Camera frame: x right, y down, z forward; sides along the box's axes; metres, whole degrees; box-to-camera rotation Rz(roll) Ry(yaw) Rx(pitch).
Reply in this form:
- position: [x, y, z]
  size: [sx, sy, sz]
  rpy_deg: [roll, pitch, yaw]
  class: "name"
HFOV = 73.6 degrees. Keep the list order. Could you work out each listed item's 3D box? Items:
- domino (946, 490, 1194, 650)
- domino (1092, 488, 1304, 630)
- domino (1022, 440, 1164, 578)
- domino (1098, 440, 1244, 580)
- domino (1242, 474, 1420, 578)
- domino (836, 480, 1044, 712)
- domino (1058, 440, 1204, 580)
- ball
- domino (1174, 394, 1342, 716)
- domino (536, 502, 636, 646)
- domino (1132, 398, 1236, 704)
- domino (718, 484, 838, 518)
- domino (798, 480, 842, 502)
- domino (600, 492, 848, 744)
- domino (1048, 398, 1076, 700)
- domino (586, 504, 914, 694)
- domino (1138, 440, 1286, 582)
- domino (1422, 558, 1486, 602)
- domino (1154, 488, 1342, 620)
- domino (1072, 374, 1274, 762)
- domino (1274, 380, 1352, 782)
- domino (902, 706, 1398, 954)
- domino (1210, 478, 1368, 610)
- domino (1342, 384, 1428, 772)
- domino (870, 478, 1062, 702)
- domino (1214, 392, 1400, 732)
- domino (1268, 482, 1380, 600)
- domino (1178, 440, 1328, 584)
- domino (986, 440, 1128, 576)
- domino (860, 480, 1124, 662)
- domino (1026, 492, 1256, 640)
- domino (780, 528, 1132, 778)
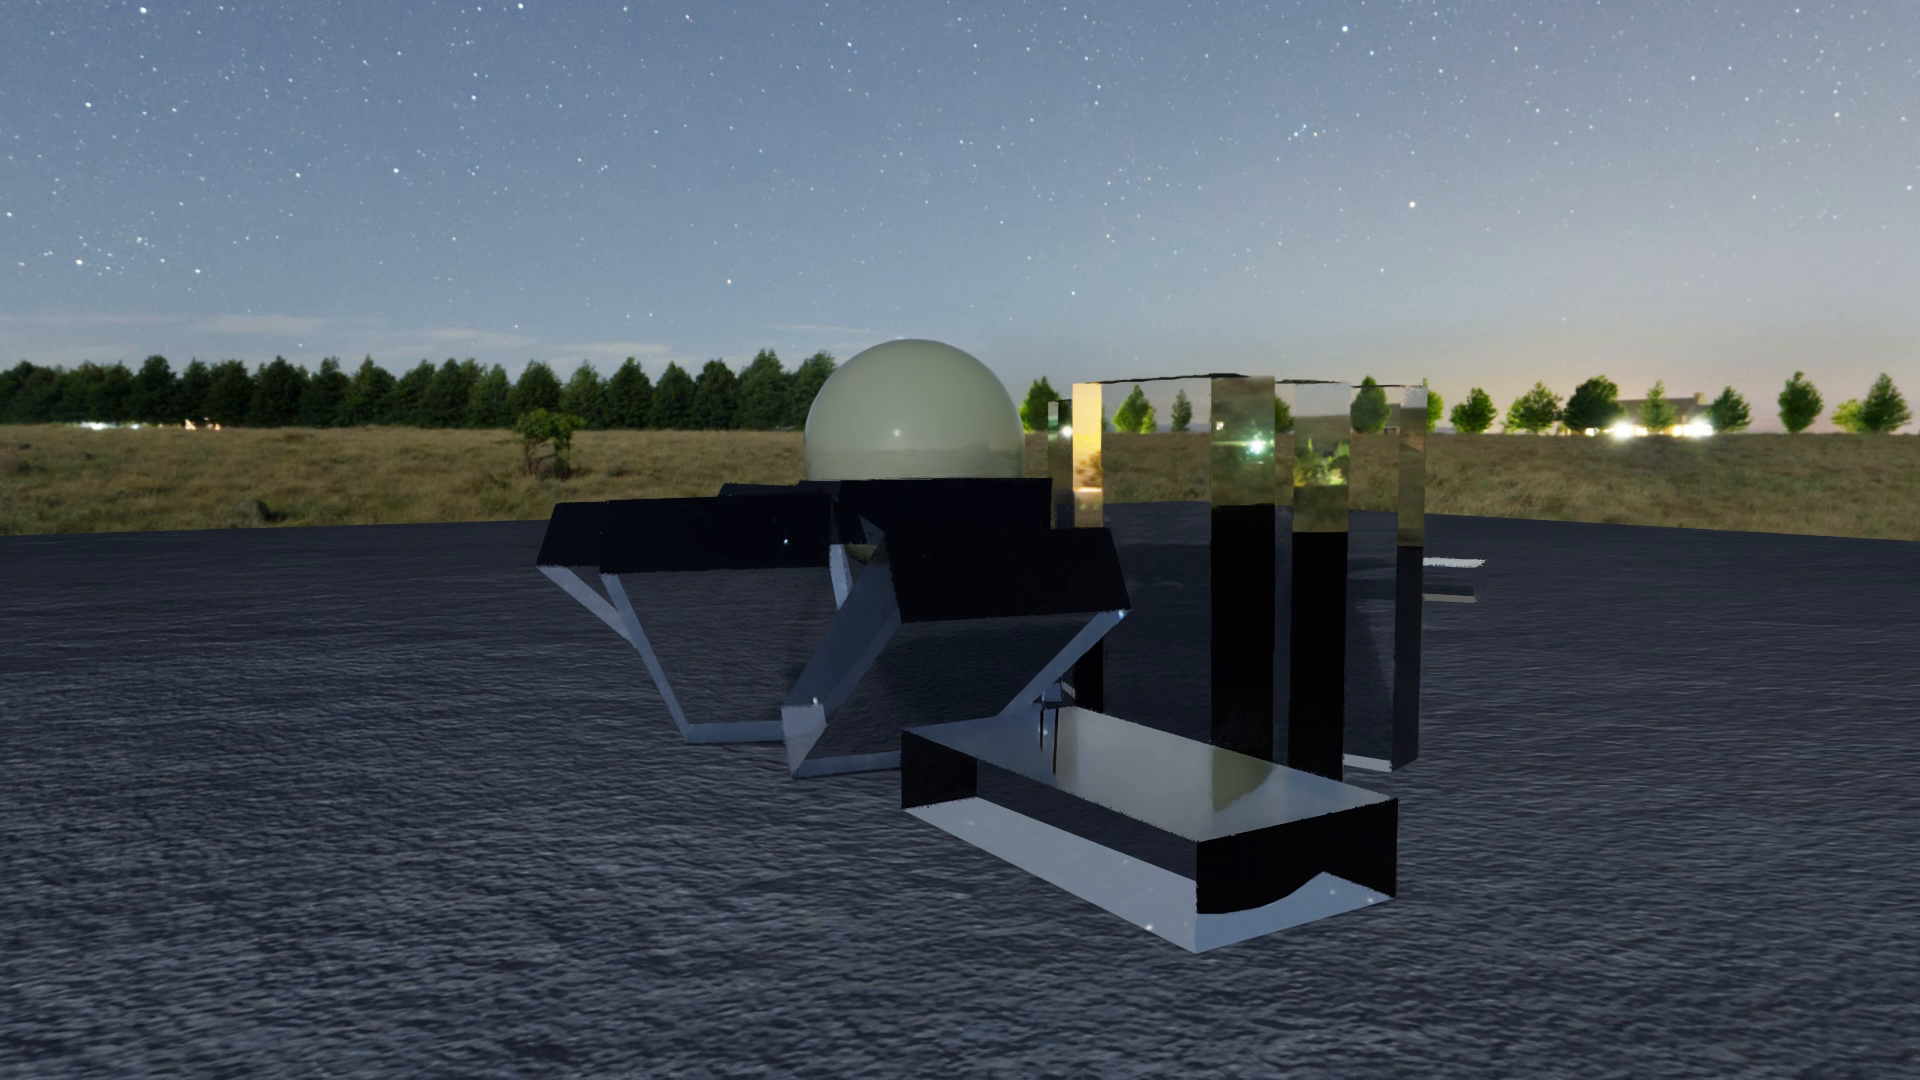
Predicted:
- position: [0.023, 0.006, 0.259]
  size: [0.025, 0.009, 0.050]
  rpy_deg: [4, -25, 46]
  class: "domino"
- position: [0.054, 0.005, 0.286]
  size: [0.025, 0.009, 0.050]
  rpy_deg: [5, -23, 42]
  class: "domino"
- position: [0.043, -0.010, 0.412]
  size: [0.010, 0.050, 0.025]
  rpy_deg: [45, 19, 14]
  class: "domino"
- position: [0.066, -0.009, 0.402]
  size: [0.009, 0.050, 0.025]
  rpy_deg: [45, 19, 14]
  class: "domino"
- position: [0.110, -0.004, 0.386]
  size: [0.050, 0.010, 0.025]
  rpy_deg: [-23, -12, 7]
  class: "domino"
- position: [-0.001, 0.010, 0.178]
  size: [0.025, 0.010, 0.050]
  rpy_deg: [1, -32, 5]
  class: "domino"
- position: [0.054, -0.010, 0.406]
  size: [0.009, 0.050, 0.025]
  rpy_deg: [45, 18, 14]
  class: "domino"
- position: [-0.016, -0.032, 0.461]
  size: [0.080, 0.080, 0.080]
  rpy_deg: [0, 4, 0]
  class: "ball"
- position: [0.048, 0.002, 0.208]
  size: [0.025, 0.050, 0.010]
  rpy_deg: [-2, 5, -23]
  class: "domino"
- position: [-0.035, 0.011, 0.185]
  size: [0.025, 0.010, 0.050]
  rpy_deg: [-1, -28, 19]
  class: "domino"
- position: [0.039, 0.001, 0.222]
  size: [0.009, 0.050, 0.025]
  rpy_deg: [2, 5, 29]
  class: "domino"
- position: [-0.018, 0.008, 0.222]
  size: [0.025, 0.009, 0.050]
  rpy_deg: [4, -28, 45]
  class: "domino"
- position: [-0.007, 0.007, 0.234]
  size: [0.025, 0.010, 0.050]
  rpy_deg: [3, -29, 46]
  class: "domino"
- position: [-0.027, 0.012, 0.163]
  size: [0.025, 0.009, 0.050]
  rpy_deg: [-2, -30, -1]
  class: "domino"
- position: [0.023, 0.001, 0.222]
  size: [0.010, 0.050, 0.025]
  rpy_deg: [-1, 4, -8]
  class: "domino"
- position: [-0.033, 0.010, 0.209]
  size: [0.025, 0.010, 0.050]
  rpy_deg: [3, -25, 40]
  class: "domino"
- position: [0.078, -0.009, 0.397]
  size: [0.009, 0.050, 0.025]
  rpy_deg: [45, 19, 14]
  class: "domino"
- position: [0.122, 0.010, 0.366]
  size: [0.050, 0.009, 0.025]
  rpy_deg: [2, 5, 29]
  class: "domino"
- position: [0.068, 0.004, 0.301]
  size: [0.025, 0.010, 0.050]
  rpy_deg: [3, -24, 38]
  class: "domino"
- position: [0.025, 0.006, 0.154]
  size: [0.010, 0.050, 0.025]
  rpy_deg: [-4, 6, -31]
  class: "domino"
- position: [0.037, 0.005, 0.166]
  size: [0.010, 0.050, 0.025]
  rpy_deg: [-3, 5, -32]
  class: "domino"
- position: [0.017, 0.028, 0.135]
  size: [0.025, 0.009, 0.050]
  rpy_deg: [-3, 5, -32]
  class: "domino"
- position: [0.081, 0.002, 0.313]
  size: [0.025, 0.009, 0.050]
  rpy_deg: [7, -22, 32]
  class: "domino"
- position: [0.049, 0.004, 0.176]
  size: [0.025, 0.050, 0.010]
  rpy_deg: [4, 6, 39]
  class: "domino"
- position: [0.002, 0.009, 0.194]
  size: [0.025, 0.010, 0.050]
  rpy_deg: [0, -33, 7]
  class: "domino"
- position: [0.052, 0.003, 0.195]
  size: [0.025, 0.050, 0.010]
  rpy_deg: [-1, 4, -13]
  class: "domino"
- position: [0.095, 0.001, 0.333]
  size: [0.025, 0.009, 0.050]
  rpy_deg: [5, -22, 19]
  class: "domino"
- position: [0.090, -0.009, 0.392]
  size: [0.009, 0.050, 0.025]
  rpy_deg: [45, 19, 14]
  class: "domino"
- position: [0.032, -0.011, 0.418]
  size: [0.009, 0.050, 0.025]
  rpy_deg: [45, 19, 14]
  class: "domino"
- position: [0.007, 0.006, 0.244]
  size: [0.025, 0.010, 0.050]
  rpy_deg: [4, -28, 45]
  class: "domino"
- position: [0.039, 0.006, 0.273]
  size: [0.025, 0.010, 0.050]
  rpy_deg: [4, -23, 45]
  class: "domino"
- position: [-0.003, 0.014, 0.149]
  size: [0.025, 0.010, 0.050]
  rpy_deg: [-2, -26, -22]
  class: "domino"
